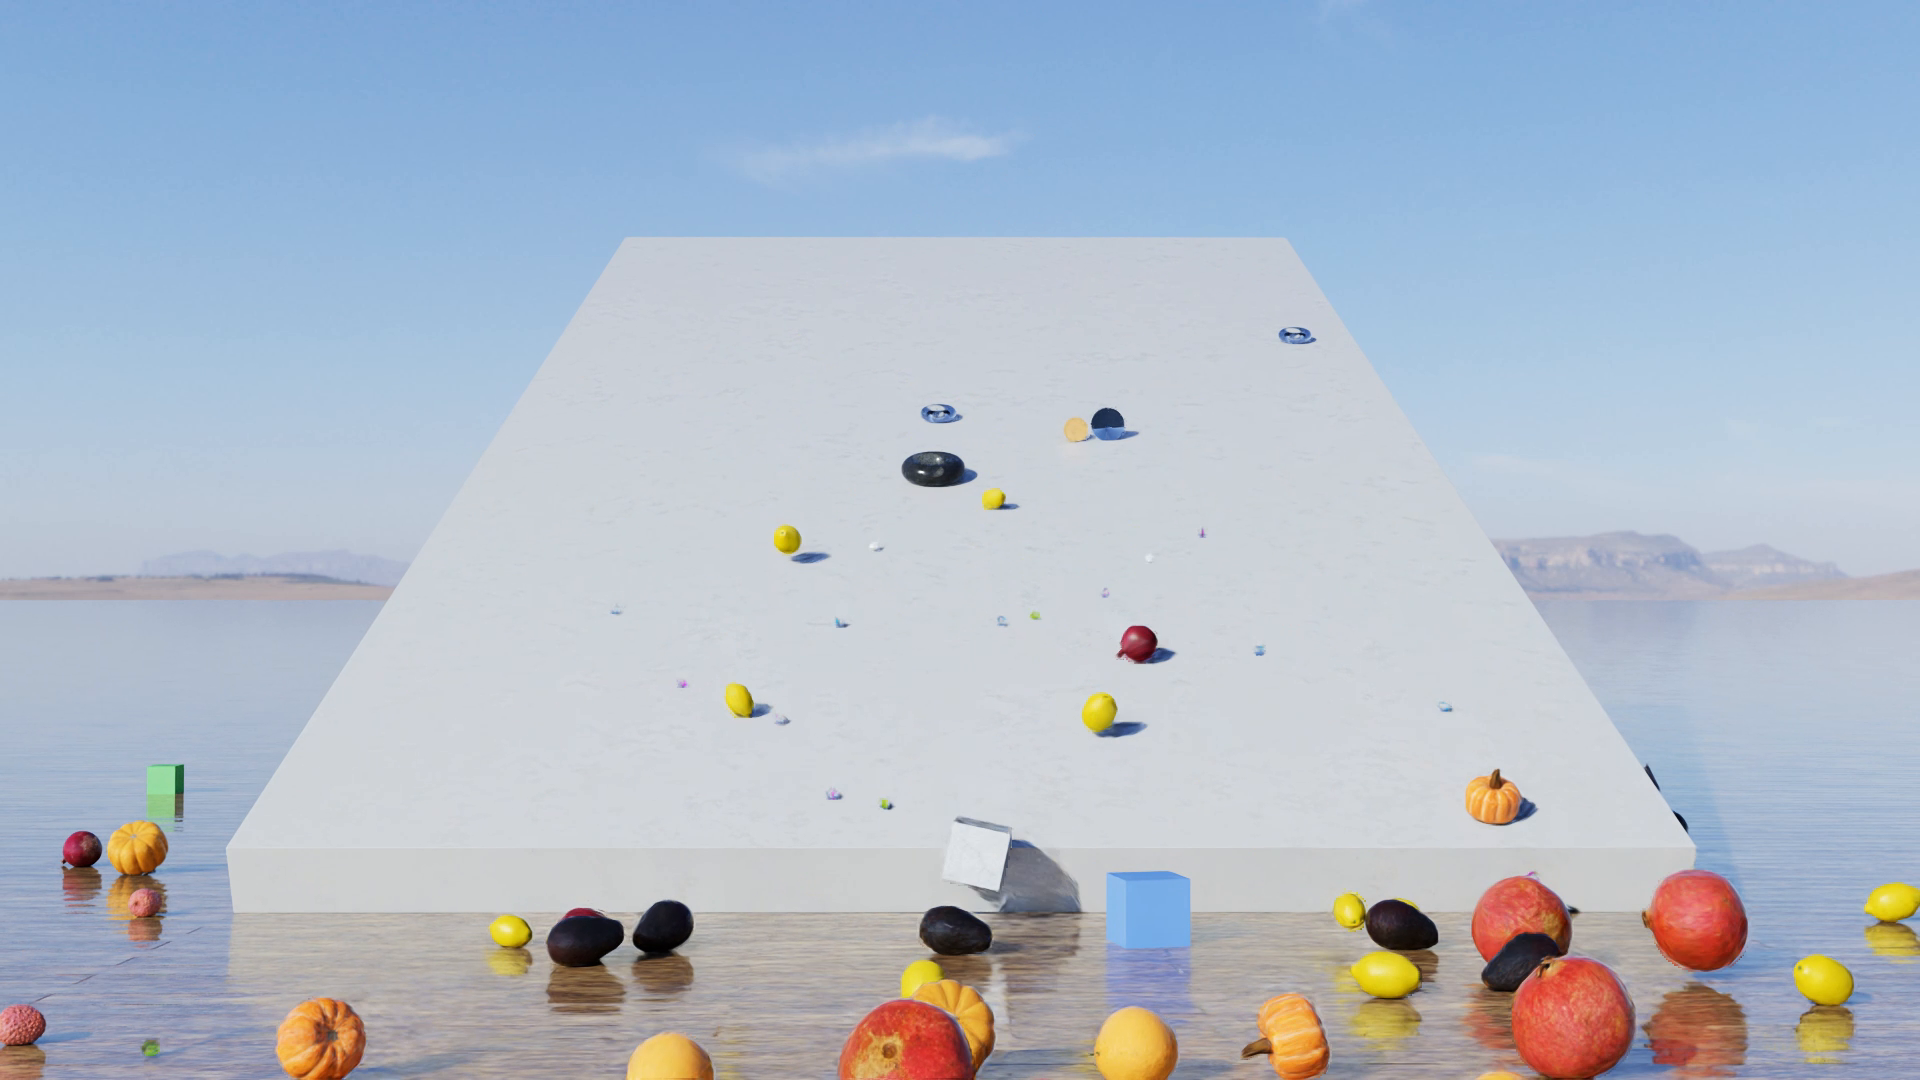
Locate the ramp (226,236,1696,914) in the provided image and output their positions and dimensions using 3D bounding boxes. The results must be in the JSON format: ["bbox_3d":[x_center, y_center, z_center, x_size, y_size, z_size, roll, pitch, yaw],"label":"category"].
[{"bbox_3d":[-0.005,-0.202,4.974,2.000,0.100,4.000,0,20,0],"label":"ramp"}]

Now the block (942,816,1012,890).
[{"bbox_3d":[0.024,0.419,3.025,0.077,0.077,0.077,12,0,4],"label":"block"}]

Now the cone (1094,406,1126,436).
[{"bbox_3d":[0.318,-0.245,4.897,0.072,0.072,0.072,0,-20,-9],"label":"cone"}]

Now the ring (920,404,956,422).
[{"bbox_3d":[-0.048,-0.281,5.006,0.080,0.027,0.080,-1,19,0],"label":"ring"}]

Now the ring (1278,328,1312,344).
[{"bbox_3d":[0.839,-0.513,5.664,0.083,0.028,0.083,-1,20,0],"label":"ring"}]

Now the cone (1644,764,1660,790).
[{"bbox_3d":[1.549,0.531,5.093,0.056,0.056,0.056,0,-1,0],"label":"cone"}]

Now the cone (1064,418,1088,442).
[{"bbox_3d":[0.247,-0.233,4.876,0.054,0.054,0.054,0,-7,-4],"label":"cone"}]

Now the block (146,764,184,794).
[{"bbox_3d":[-1.748,0.526,4.971,0.061,0.061,0.061,0,-1,-1],"label":"block"}]

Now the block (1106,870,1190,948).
[{"bbox_3d":[0.236,0.464,2.842,0.084,0.084,0.084,0,-1,-13],"label":"block"}]

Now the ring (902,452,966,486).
[{"bbox_3d":[-0.055,-0.145,4.598,0.131,0.044,0.131,-1,21,0],"label":"ring"}]
